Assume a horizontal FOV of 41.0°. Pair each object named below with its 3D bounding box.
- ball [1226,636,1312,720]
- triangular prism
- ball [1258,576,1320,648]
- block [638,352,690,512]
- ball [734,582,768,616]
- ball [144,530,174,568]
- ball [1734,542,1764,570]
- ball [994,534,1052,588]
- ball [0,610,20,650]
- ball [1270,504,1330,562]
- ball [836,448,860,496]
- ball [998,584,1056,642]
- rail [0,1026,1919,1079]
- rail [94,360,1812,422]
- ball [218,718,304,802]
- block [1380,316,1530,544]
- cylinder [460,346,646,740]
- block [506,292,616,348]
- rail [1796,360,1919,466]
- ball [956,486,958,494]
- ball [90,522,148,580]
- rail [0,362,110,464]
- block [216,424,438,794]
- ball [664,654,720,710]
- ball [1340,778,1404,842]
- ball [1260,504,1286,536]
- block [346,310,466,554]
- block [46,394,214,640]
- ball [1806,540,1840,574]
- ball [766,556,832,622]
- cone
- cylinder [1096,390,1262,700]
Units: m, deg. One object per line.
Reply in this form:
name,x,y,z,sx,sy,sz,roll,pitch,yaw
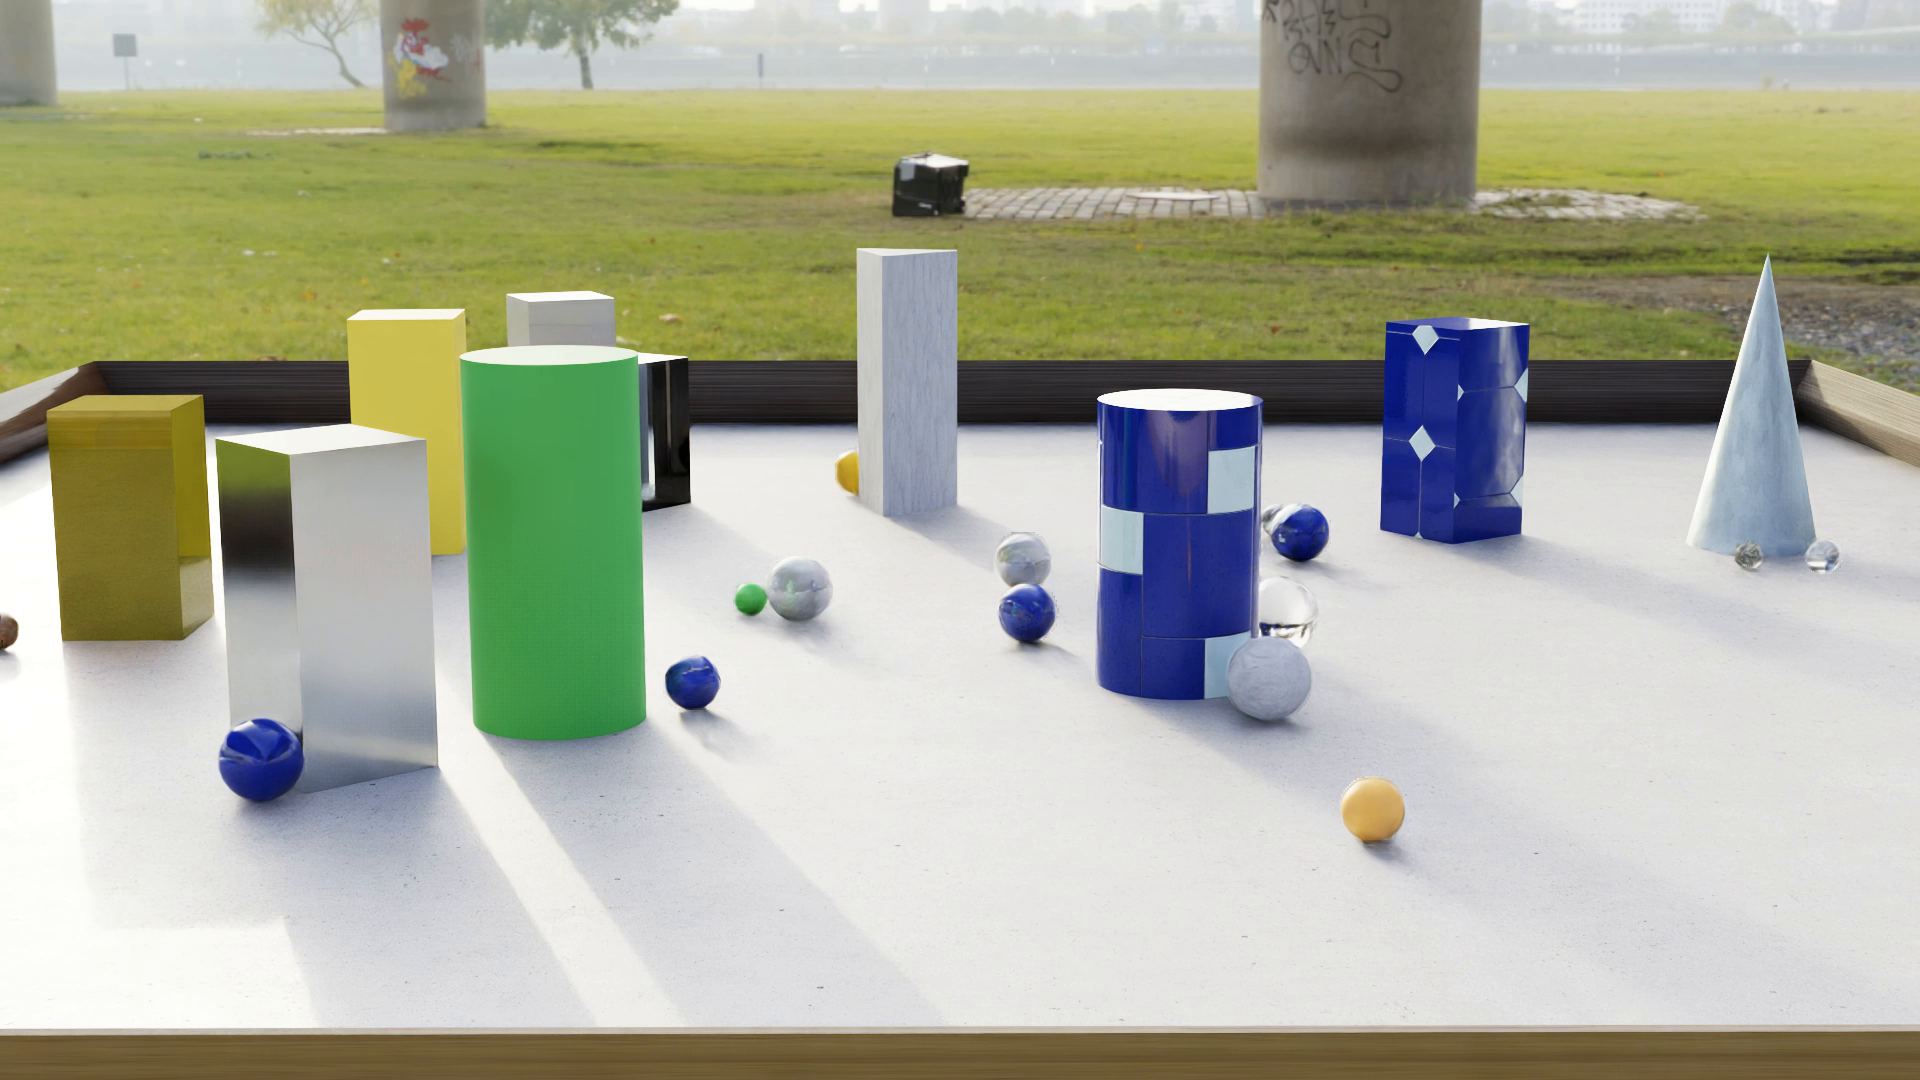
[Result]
ball,0.347,0.155,2.879,0.095,0.095,0.095,0,11,0
triangular prism,-0.116,-0.266,4.246,0.145,0.424,0.168,10,14,43
ball,0.399,0.094,3.202,0.097,0.097,0.097,0,11,0
block,-0.560,-0.180,4.272,0.155,0.246,0.155,8,13,35
ball,-0.280,0.079,3.429,0.044,0.044,0.044,0,11,0
ball,-1.178,0.013,3.751,0.055,0.055,0.055,0,11,0
ball,1.151,0.022,3.743,0.040,0.040,0.040,0,11,0
ball,0.088,0.031,3.589,0.080,0.080,0.080,0,11,0
ball,-1.208,0.114,3.225,0.050,0.050,0.050,0,11,0
ball,0.503,-0.011,3.796,0.087,0.087,0.087,0,11,0
ball,-0.172,-0.116,4.383,0.079,0.079,0.079,0,11,0
ball,0.085,0.093,3.267,0.075,0.075,0.075,0,11,0
rail,0.011,0.366,1.652,3.523,0.126,0.045,0,11,0
rail,-0.011,-0.301,5.246,3.523,0.126,0.045,0,11,0
ball,-0.699,0.220,2.564,0.083,0.083,0.083,0,11,0
block,0.773,-0.175,4.014,0.155,0.329,0.155,-8,13,-35
cylinder,-0.451,-0.001,2.856,0.194,0.411,0.194,0,11,0
block,-0.708,-0.274,4.571,0.155,0.321,0.155,-5,11,-23
rail,1.738,0.031,3.459,0.045,0.126,3.702,0,11,0
ball,-0.024,-0.085,4.322,0.040,0.040,0.040,0,11,0
ball,-1.202,0.016,3.666,0.081,0.081,0.081,0,11,0
rail,-1.738,0.034,3.439,0.045,0.126,3.702,0,11,0
block,-0.657,0.066,2.667,0.155,0.347,0.155,-10,14,-42
ball,-0.305,0.162,2.927,0.064,0.064,0.064,0,11,0
ball,0.391,0.256,2.431,0.060,0.060,0.060,0,11,0
ball,0.494,-0.030,3.991,0.052,0.052,0.052,0,11,0
block,-0.833,-0.166,3.897,0.155,0.354,0.155,-1,11,-4
block,-1.073,-0.031,3.331,0.155,0.296,0.155,0,11,-1
ball,1.248,0.024,3.711,0.049,0.049,0.049,0,11,0
ball,-0.212,0.064,3.387,0.088,0.088,0.088,0,11,0
cone,1.215,-0.213,3.895,0.194,0.448,0.194,0,11,0
cylinder,0.258,0.002,3.038,0.194,0.339,0.194,0,11,0
